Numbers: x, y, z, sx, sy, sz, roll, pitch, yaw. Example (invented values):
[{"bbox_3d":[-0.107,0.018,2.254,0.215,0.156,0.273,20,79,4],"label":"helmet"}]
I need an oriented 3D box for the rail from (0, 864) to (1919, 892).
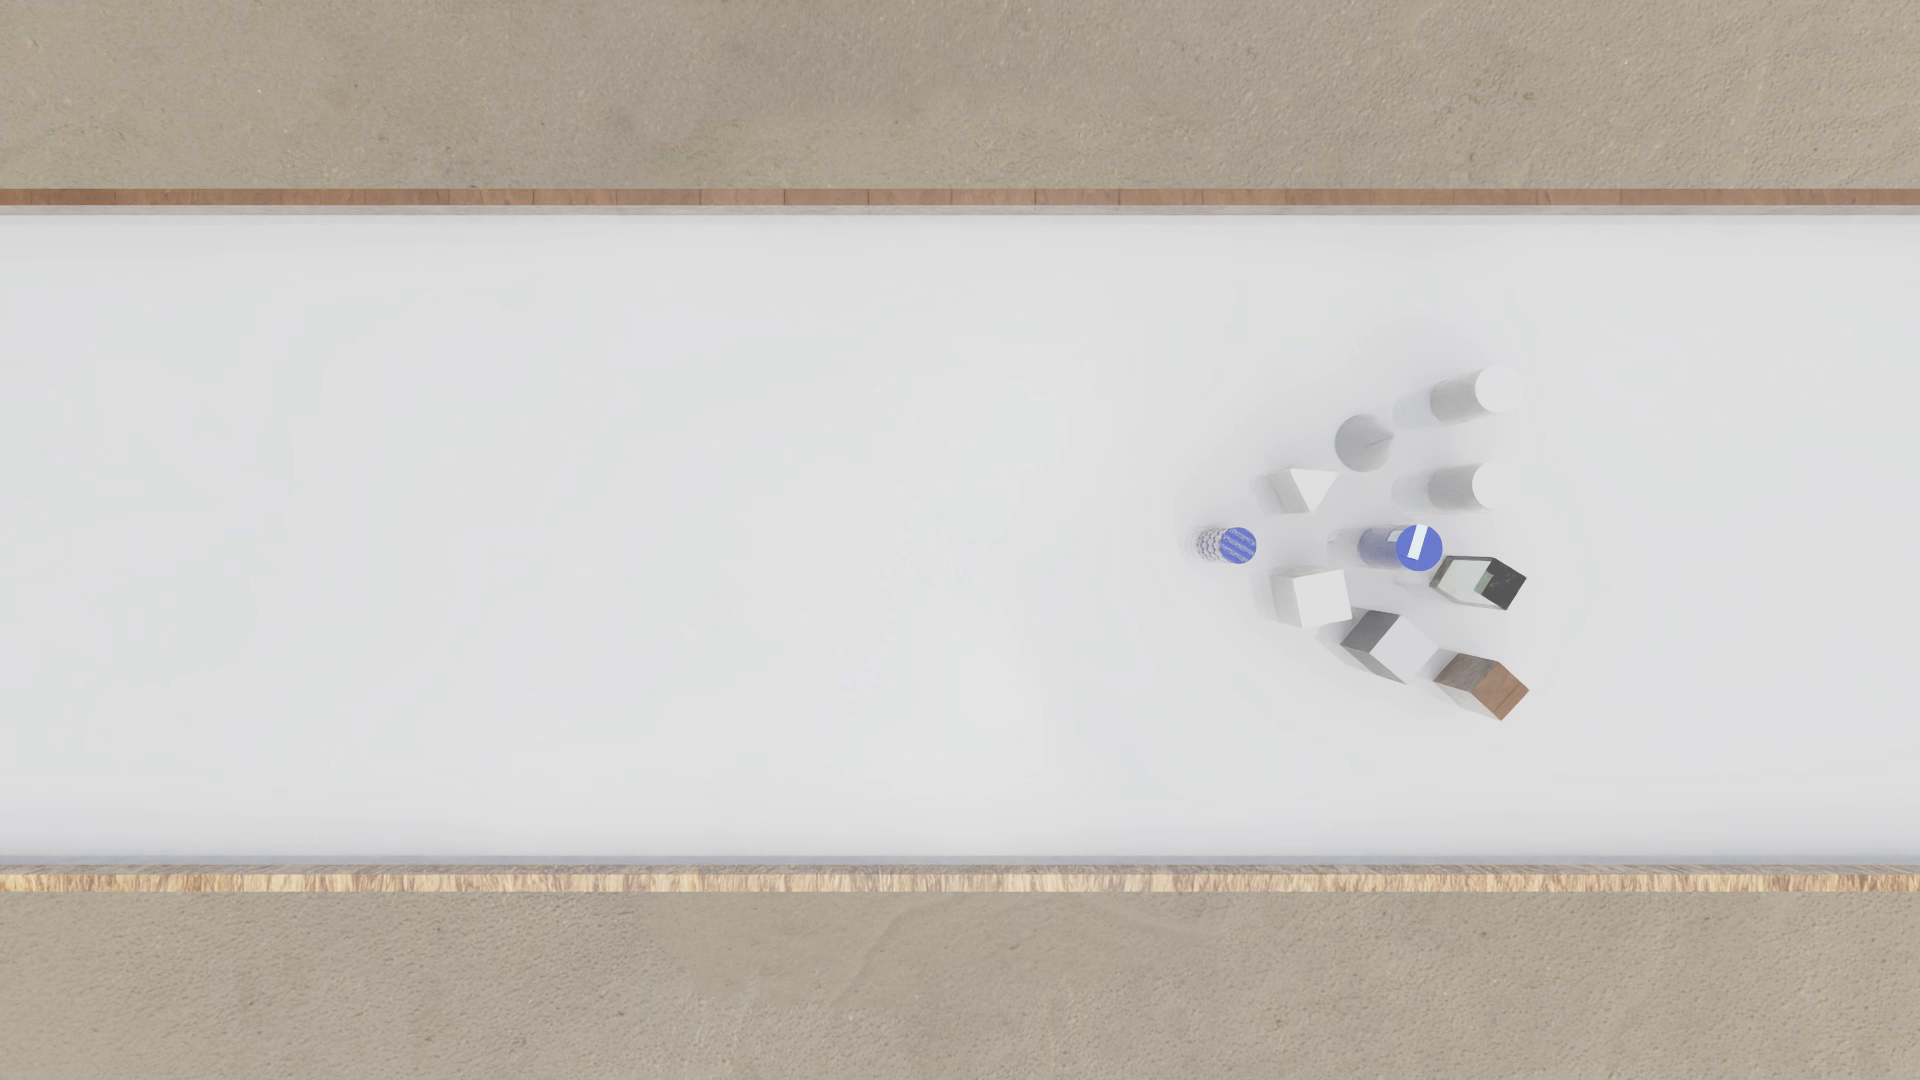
[{"bbox_3d":[-2.247,1.025,5.001,12.000,0.150,0.050,0,90,0],"label":"rail"}]

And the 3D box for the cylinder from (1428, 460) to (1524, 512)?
[{"bbox_3d":[1.512,-0.155,4.857,0.144,0.439,0.144,0,90,0],"label":"cylinder"}]

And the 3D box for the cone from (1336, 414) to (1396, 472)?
[{"bbox_3d":[1.244,-0.297,4.891,0.179,0.370,0.179,0,90,0],"label":"cone"}]

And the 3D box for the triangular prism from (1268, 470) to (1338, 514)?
[{"bbox_3d":[0.996,-0.169,4.901,0.117,0.351,0.135,34,90,0],"label":"triangular prism"}]

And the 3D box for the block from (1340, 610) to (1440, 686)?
[{"bbox_3d":[1.269,0.314,4.893,0.142,0.367,0.142,40,90,0],"label":"block"}]

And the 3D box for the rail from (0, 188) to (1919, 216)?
[{"bbox_3d":[-2.247,-1.025,5.002,12.000,0.150,0.050,0,90,0],"label":"rail"}]

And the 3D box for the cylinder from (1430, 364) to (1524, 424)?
[{"bbox_3d":[1.515,-0.425,4.855,0.136,0.443,0.136,0,90,0],"label":"cylinder"}]

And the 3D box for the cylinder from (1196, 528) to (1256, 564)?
[{"bbox_3d":[0.781,0.016,4.851,0.104,0.451,0.104,0,90,0],"label":"cylinder"}]

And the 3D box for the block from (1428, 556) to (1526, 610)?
[{"bbox_3d":[1.517,0.123,4.854,0.110,0.445,0.110,32,90,0],"label":"block"}]

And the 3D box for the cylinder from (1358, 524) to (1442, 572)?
[{"bbox_3d":[1.292,0.022,4.857,0.133,0.439,0.133,0,90,0],"label":"cylinder"}]

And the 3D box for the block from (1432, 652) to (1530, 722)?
[{"bbox_3d":[1.539,0.432,4.888,0.121,0.377,0.121,43,90,0],"label":"block"}]

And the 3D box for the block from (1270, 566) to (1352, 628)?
[{"bbox_3d":[1.036,0.168,4.895,0.145,0.363,0.145,-11,90,0],"label":"block"}]
